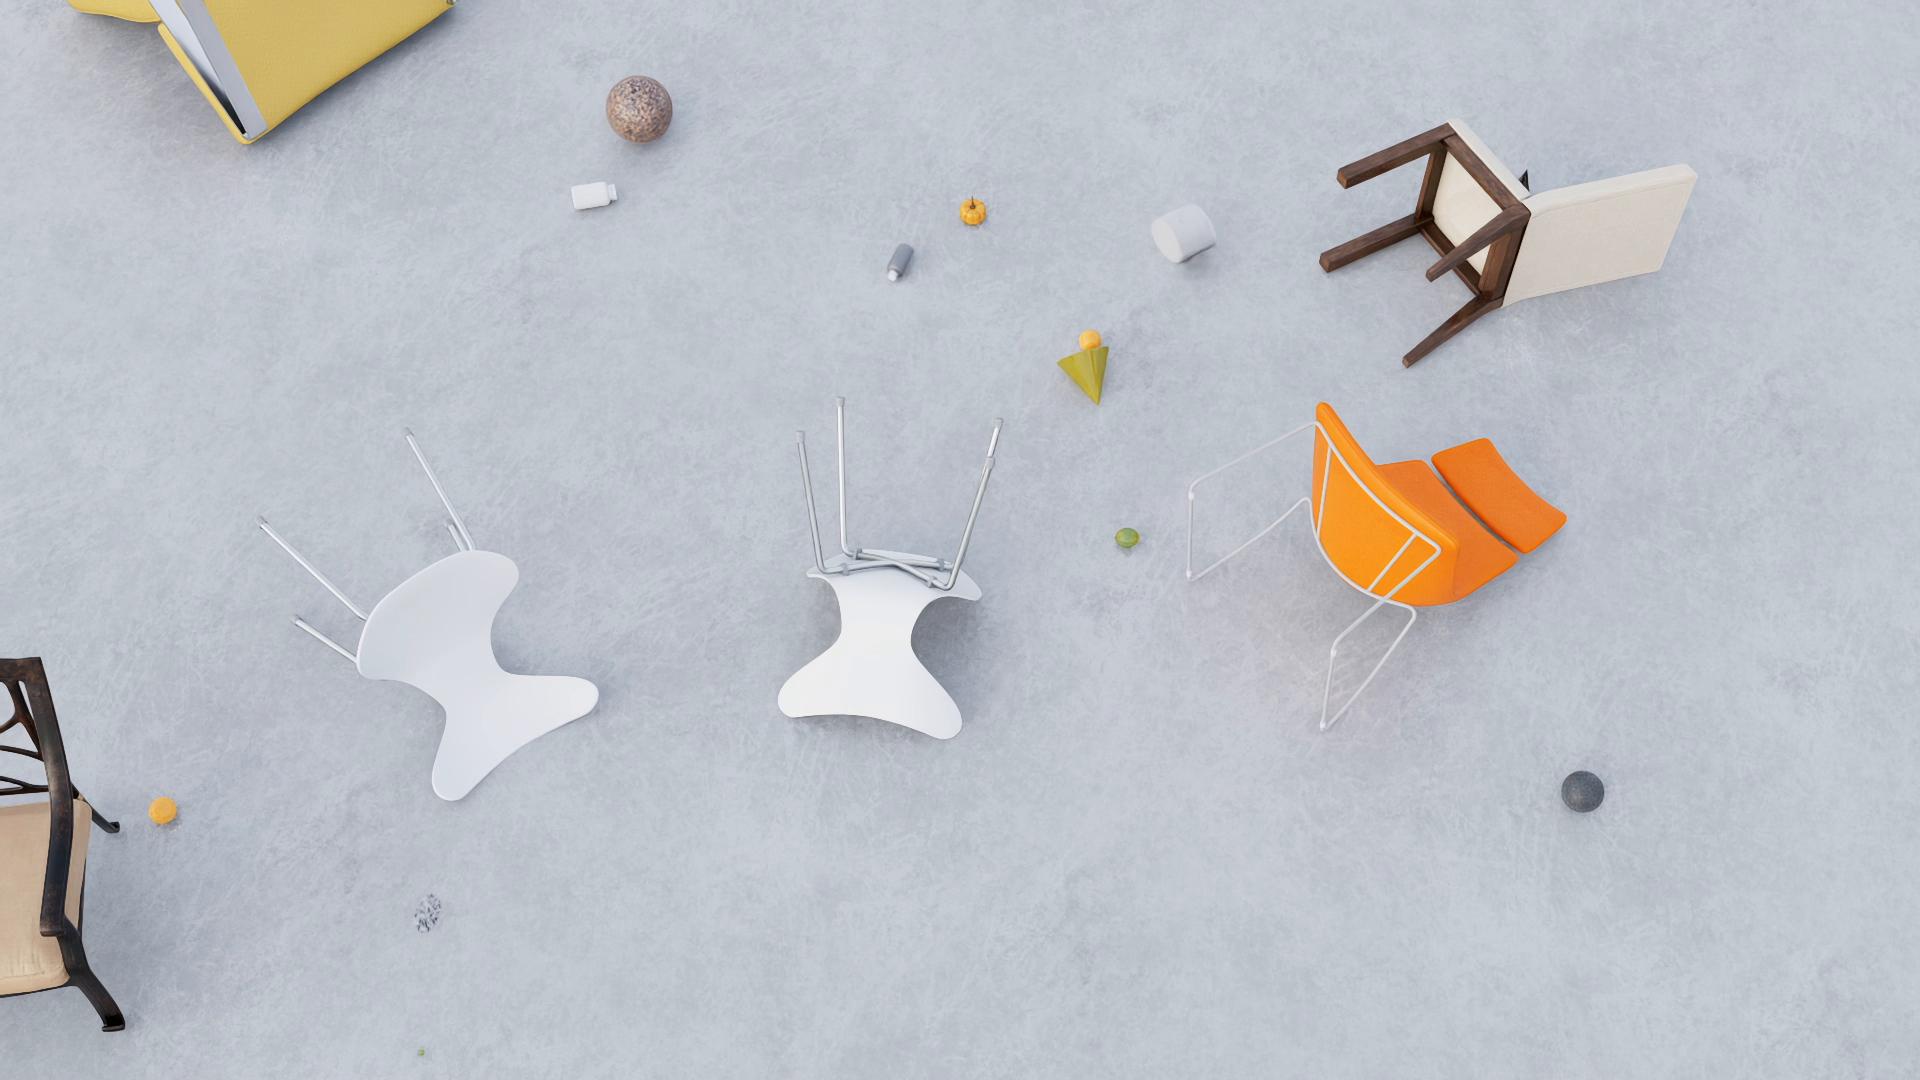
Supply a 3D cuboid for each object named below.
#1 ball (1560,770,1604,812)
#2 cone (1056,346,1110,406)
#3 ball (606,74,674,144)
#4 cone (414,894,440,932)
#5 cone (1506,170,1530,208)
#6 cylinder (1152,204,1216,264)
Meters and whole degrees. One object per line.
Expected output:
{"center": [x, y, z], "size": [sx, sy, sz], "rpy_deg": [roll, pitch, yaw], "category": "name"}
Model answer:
{"center": [1.711, 0.691, 6.040], "size": [0.116, 0.116, 0.116], "rpy_deg": [0, 56, 0], "category": "ball"}
{"center": [0.408, -0.496, 6.860], "size": [0.177, 0.171, 0.169], "rpy_deg": [-11, 82, -49], "category": "cone"}
{"center": [-1.081, -1.452, 7.411], "size": [0.227, 0.227, 0.227], "rpy_deg": [0, 56, 0], "category": "ball"}
{"center": [-1.442, 1.000, 5.884], "size": [0.054, 0.078, 0.111], "rpy_deg": [-11, 45, 37], "category": "cone"}
{"center": [1.863, -1.178, 7.279], "size": [0.074, 0.142, 0.092], "rpy_deg": [-19, 58, -12], "category": "cone"}
{"center": [0.728, -0.996, 7.154], "size": [0.134, 0.144, 0.172], "rpy_deg": [-26, 43, -17], "category": "cylinder"}
